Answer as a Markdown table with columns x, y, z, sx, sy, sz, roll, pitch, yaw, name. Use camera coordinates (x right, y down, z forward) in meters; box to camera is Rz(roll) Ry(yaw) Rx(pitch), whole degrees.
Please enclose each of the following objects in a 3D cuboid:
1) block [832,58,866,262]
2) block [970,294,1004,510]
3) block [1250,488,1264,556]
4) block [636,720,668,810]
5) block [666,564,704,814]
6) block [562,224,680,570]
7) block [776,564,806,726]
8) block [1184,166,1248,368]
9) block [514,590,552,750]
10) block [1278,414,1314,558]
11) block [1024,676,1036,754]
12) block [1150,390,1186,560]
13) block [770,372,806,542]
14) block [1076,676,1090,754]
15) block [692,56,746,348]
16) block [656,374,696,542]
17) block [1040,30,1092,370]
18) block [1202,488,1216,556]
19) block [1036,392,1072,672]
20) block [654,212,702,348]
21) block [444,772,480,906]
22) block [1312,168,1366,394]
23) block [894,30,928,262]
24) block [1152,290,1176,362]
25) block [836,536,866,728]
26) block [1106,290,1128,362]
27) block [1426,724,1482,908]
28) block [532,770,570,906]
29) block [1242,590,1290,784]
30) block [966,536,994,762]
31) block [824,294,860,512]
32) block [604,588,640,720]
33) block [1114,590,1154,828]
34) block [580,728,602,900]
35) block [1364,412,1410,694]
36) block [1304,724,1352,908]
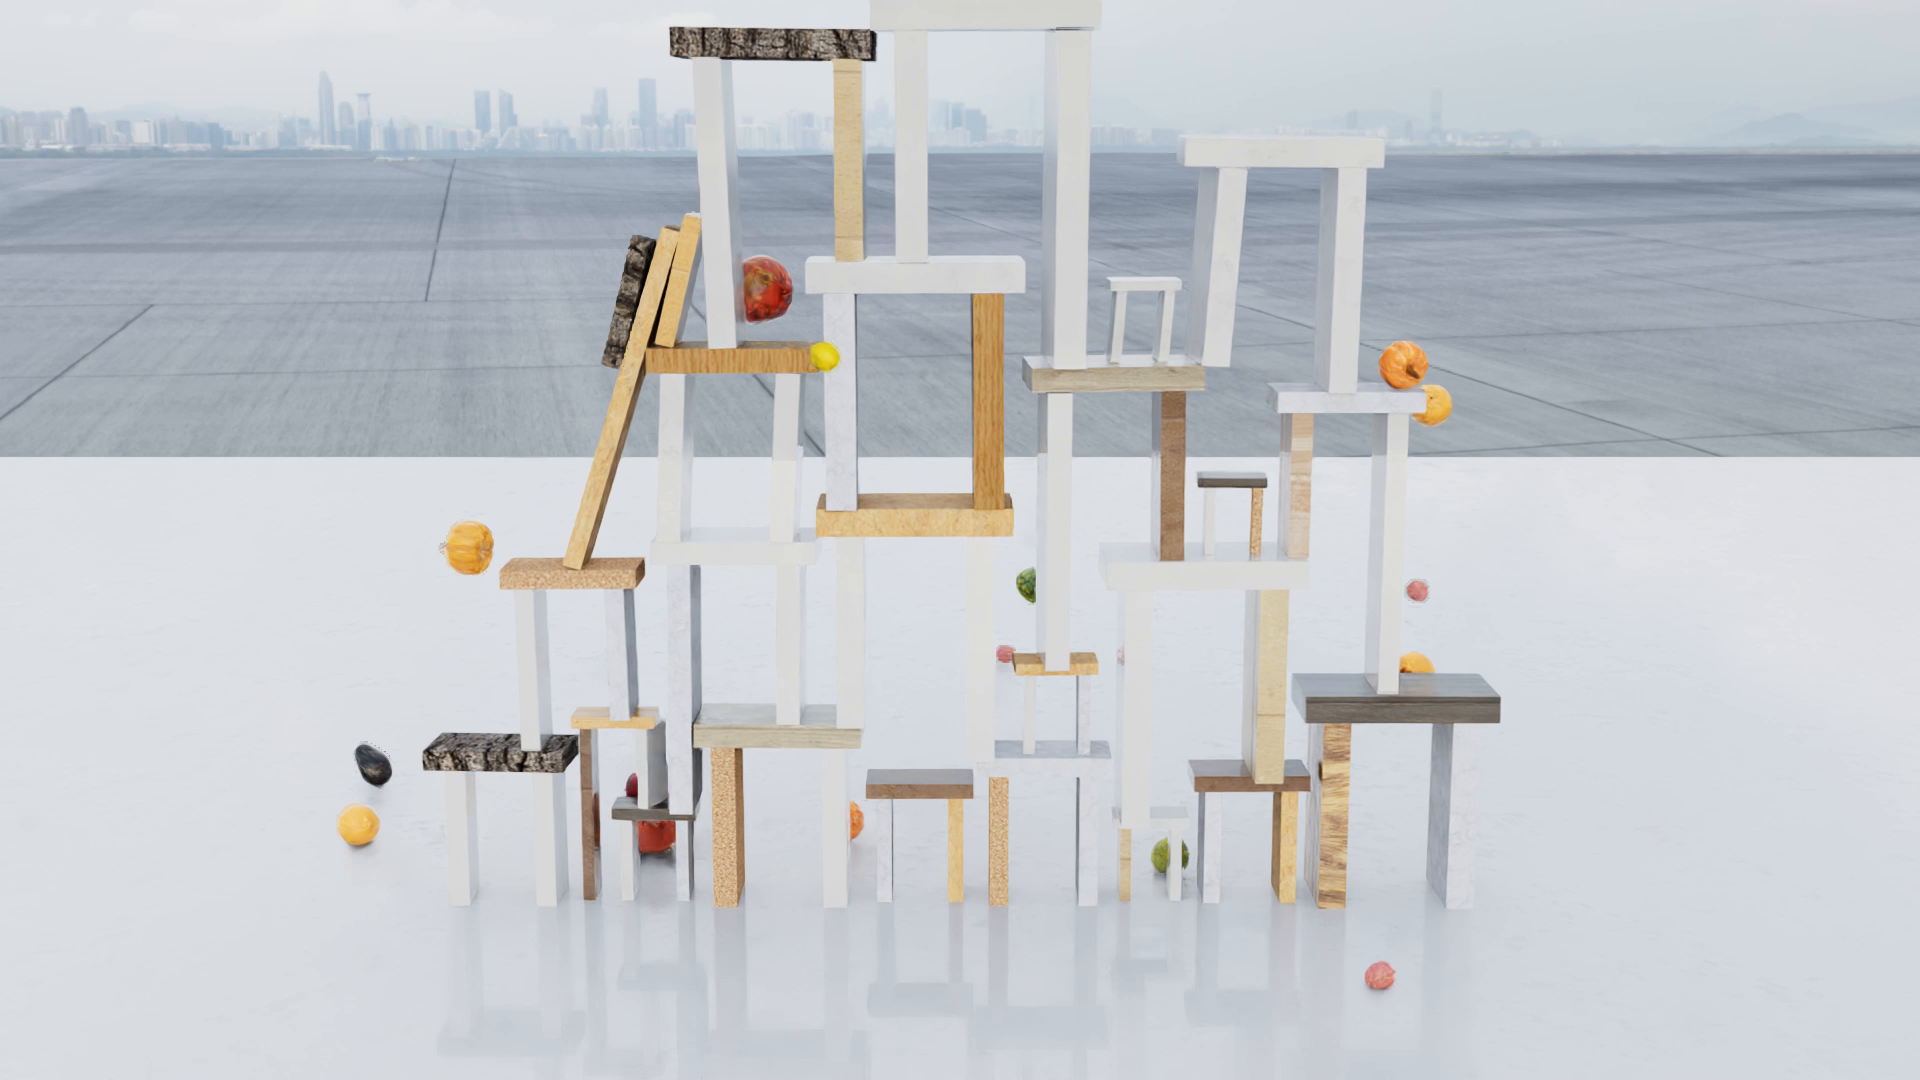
| x | y | z | sx | sy | sz | roll | pitch | yaw | name |
| --- | --- | --- | --- | --- | --- | --- | --- | --- | --- |
| -0.172 | -0.596 | 3.449 | 0.043 | 0.307 | 0.153 | 0 | 11 | 0 | block |
| 0.043 | -0.230 | 3.512 | 0.048 | 0.339 | 0.170 | -1 | 11 | -1 | block |
| 0.477 | -0.035 | 3.536 | 0.016 | 0.110 | 0.055 | 1 | 13 | 4 | block |
| -0.507 | 0.369 | 3.623 | 0.019 | 0.135 | 0.068 | 4 | 11 | 20 | block |
| -0.450 | 0.231 | 3.606 | 0.037 | 0.414 | 0.131 | 1 | 11 | 1 | block |
| -0.535 | -0.228 | 3.515 | 0.029 | 0.561 | 0.103 | 18 | 10 | -3 | block |
| -0.275 | 0.157 | 3.588 | 0.037 | 0.263 | 0.131 | 1 | 11 | 1 | block |
| 0.401 | -0.435 | 3.463 | 0.043 | 0.304 | 0.152 | 3 | 13 | -6 | block |
| -0.697 | 0.201 | 3.597 | 0.031 | 0.267 | 0.109 | -1 | 10 | 0 | block |
| 0.538 | -0.096 | 3.532 | 0.033 | 0.233 | 0.117 | 0 | 12 | -1 | block |
| 0.115 | 0.277 | 3.605 | 0.019 | 0.135 | 0.068 | 1 | 13 | 1 | block |
| 0.333 | -0.113 | 3.521 | 0.038 | 0.271 | 0.135 | -1 | 11 | -1 | block |
| -0.276 | -0.141 | 3.528 | 0.038 | 0.268 | 0.134 | 3 | 11 | 0 | block |
| 0.202 | 0.277 | 3.605 | 0.019 | 0.135 | 0.067 | 0 | 13 | 0 | block |
| -0.378 | -0.531 | 3.465 | 0.043 | 0.445 | 0.153 | -2 | 10 | 1 | block |
| -0.456 | -0.140 | 3.529 | 0.038 | 0.268 | 0.134 | 3 | 11 | 0 | block |
| 0.164 | -0.530 | 3.415 | 0.049 | 0.509 | 0.174 | -1 | 13 | -5 | block |
| 0.401 | -0.035 | 3.540 | 0.016 | 0.110 | 0.055 | 1 | 12 | 2 | block |
| 0.150 | -0.024 | 3.526 | 0.038 | 0.449 | 0.135 | -1 | 13 | -5 | block |
| -0.439 | -0.413 | 3.481 | 0.029 | 0.207 | 0.104 | 14 | 10 | -2 | block |
| -0.825 | 0.478 | 3.646 | 0.033 | 0.229 | 0.115 | -1 | 11 | -5 | block |
| 0.598 | -0.414 | 3.469 | 0.043 | 0.347 | 0.152 | 0 | 12 | -1 | block |
| -0.076 | -0.615 | 3.431 | 0.049 | 0.348 | 0.174 | 0 | 12 | -1 | block |
| 0.322 | -0.342 | 3.479 | 0.016 | 0.112 | 0.056 | 3 | 12 | -7 | block |
| -0.176 | 0.135 | 3.577 | 0.044 | 0.312 | 0.156 | 0 | 11 | -1 | block |
| 0.247 | -0.340 | 3.475 | 0.016 | 0.112 | 0.056 | 3 | 13 | -5 | block |
| 0.817 | 0.435 | 3.645 | 0.044 | 0.313 | 0.157 | 0 | 11 | 0 | block |
| -0.678 | 0.478 | 3.644 | 0.033 | 0.230 | 0.115 | 0 | 11 | 0 | block |
| 0.497 | 0.220 | 3.593 | 0.045 | 0.320 | 0.160 | 0 | 11 | -1 | block |
| 0.033 | 0.162 | 3.588 | 0.044 | 0.370 | 0.156 | 0 | 11 | 0 | block |
| -0.188 | -0.228 | 3.502 | 0.048 | 0.339 | 0.170 | 0 | 11 | -1 | block |
| -0.552 | 0.176 | 3.593 | 0.031 | 0.218 | 0.109 | -1 | 10 | 1 | block |
| 0.283 | 0.257 | 3.597 | 0.045 | 0.394 | 0.160 | 0 | 12 | 0 | block |
| -0.612 | 0.446 | 3.644 | 0.019 | 0.292 | 0.068 | 0 | 11 | 0 | block |
| 0.690 | 0.013 | 3.561 | 0.033 | 0.458 | 0.117 | 0 | 11 | -1 | block |
| 0.608 | 0.435 | 3.645 | 0.044 | 0.313 | 0.157 | 0 | 11 | 0 | block |
